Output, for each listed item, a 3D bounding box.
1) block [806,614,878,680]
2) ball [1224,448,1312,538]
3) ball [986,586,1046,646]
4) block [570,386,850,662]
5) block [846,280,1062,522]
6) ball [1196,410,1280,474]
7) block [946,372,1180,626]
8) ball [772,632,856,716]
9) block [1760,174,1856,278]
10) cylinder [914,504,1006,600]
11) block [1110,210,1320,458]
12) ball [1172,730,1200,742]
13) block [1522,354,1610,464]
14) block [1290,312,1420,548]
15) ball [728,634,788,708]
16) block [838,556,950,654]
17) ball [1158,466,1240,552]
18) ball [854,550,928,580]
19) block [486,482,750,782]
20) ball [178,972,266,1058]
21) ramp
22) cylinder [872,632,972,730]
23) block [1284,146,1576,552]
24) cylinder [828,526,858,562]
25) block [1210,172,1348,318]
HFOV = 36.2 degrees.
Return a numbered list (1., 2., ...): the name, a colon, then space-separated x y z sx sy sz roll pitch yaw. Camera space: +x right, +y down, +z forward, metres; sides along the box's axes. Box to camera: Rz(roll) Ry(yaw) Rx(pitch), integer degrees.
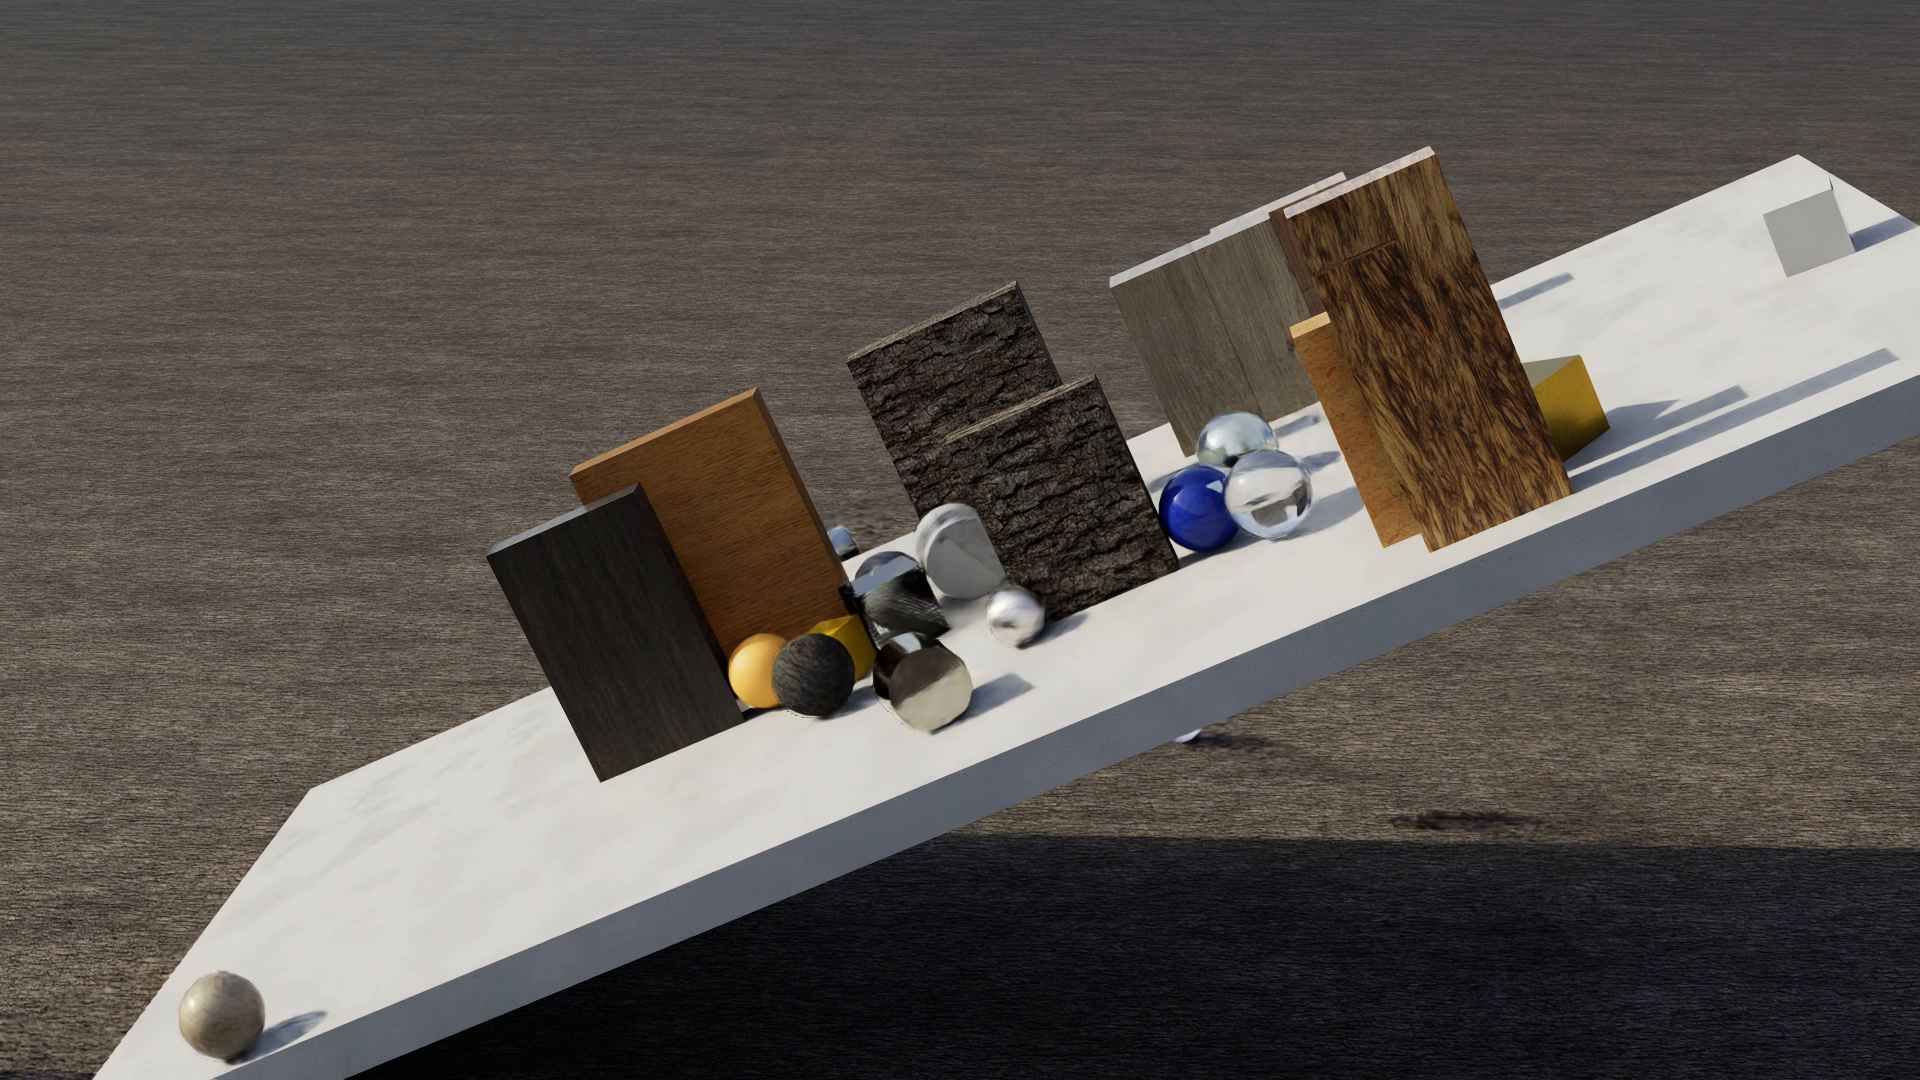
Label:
1. block: -0.266 0.241 6.258 0.114 0.114 0.114 -14 17 40
2. ball: 0.610 -0.092 5.821 0.176 0.176 0.176 0 15 0
3. ball: 0.112 0.152 5.899 0.119 0.119 0.119 0 15 0
4. block: -0.520 0.031 6.458 0.443 0.606 0.090 -23 13 8
5. block: 0.049 -0.247 6.638 0.412 0.549 0.110 -23 13 8
6. ball: 0.589 -0.186 6.236 0.175 0.175 0.175 0 15 0
7. block: 0.208 -0.077 5.938 0.324 0.426 0.084 -23 13 8
8. ball: -0.301 0.277 6.049 0.172 0.172 0.172 0 15 0
9. block: 1.731 -0.643 6.008 0.142 0.142 0.142 -20 14 20
10. cylinder: 0.001 0.024 6.453 0.179 0.179 0.179 -3 13 -10
11. block: 0.611 -0.473 6.758 0.392 0.434 0.134 -23 13 8
12. ball: 0.612 0.504 8.152 0.116 0.116 0.116 0 15 0
13. block: 1.095 -0.239 5.550 0.155 0.155 0.155 -33 15 -32
14. block: 0.844 -0.252 5.437 0.320 0.434 0.105 -23 13 8
15. ball: -0.416 0.279 6.283 0.160 0.160 0.160 0 15 0
16. block: -0.141 0.148 6.299 0.158 0.158 0.158 -27 13 -11
17. ball: 0.487 -0.063 5.940 0.173 0.173 0.173 0 15 0
18. ball: -0.152 0.106 6.464 0.167 0.167 0.167 0 15 0
19. block: -0.728 0.200 6.291 0.349 0.553 0.092 -23 13 8
20. ball: -1.407 0.907 5.610 0.164 0.164 0.164 0 15 0
21. ramp: 0.133 0.170 6.284 4.000 0.100 2.000 -23 13 8
22. cylinder: -0.074 0.271 5.667 0.162 0.162 0.162 -4 9 -13
23. block: 0.840 -0.338 5.265 0.279 0.665 0.106 -23 13 8
24. cylinder: -0.333 0.035 7.463 0.111 0.111 0.111 -21 24 -29
25. block: 0.820 -0.586 6.837 0.333 0.426 0.113 -23 13 8
